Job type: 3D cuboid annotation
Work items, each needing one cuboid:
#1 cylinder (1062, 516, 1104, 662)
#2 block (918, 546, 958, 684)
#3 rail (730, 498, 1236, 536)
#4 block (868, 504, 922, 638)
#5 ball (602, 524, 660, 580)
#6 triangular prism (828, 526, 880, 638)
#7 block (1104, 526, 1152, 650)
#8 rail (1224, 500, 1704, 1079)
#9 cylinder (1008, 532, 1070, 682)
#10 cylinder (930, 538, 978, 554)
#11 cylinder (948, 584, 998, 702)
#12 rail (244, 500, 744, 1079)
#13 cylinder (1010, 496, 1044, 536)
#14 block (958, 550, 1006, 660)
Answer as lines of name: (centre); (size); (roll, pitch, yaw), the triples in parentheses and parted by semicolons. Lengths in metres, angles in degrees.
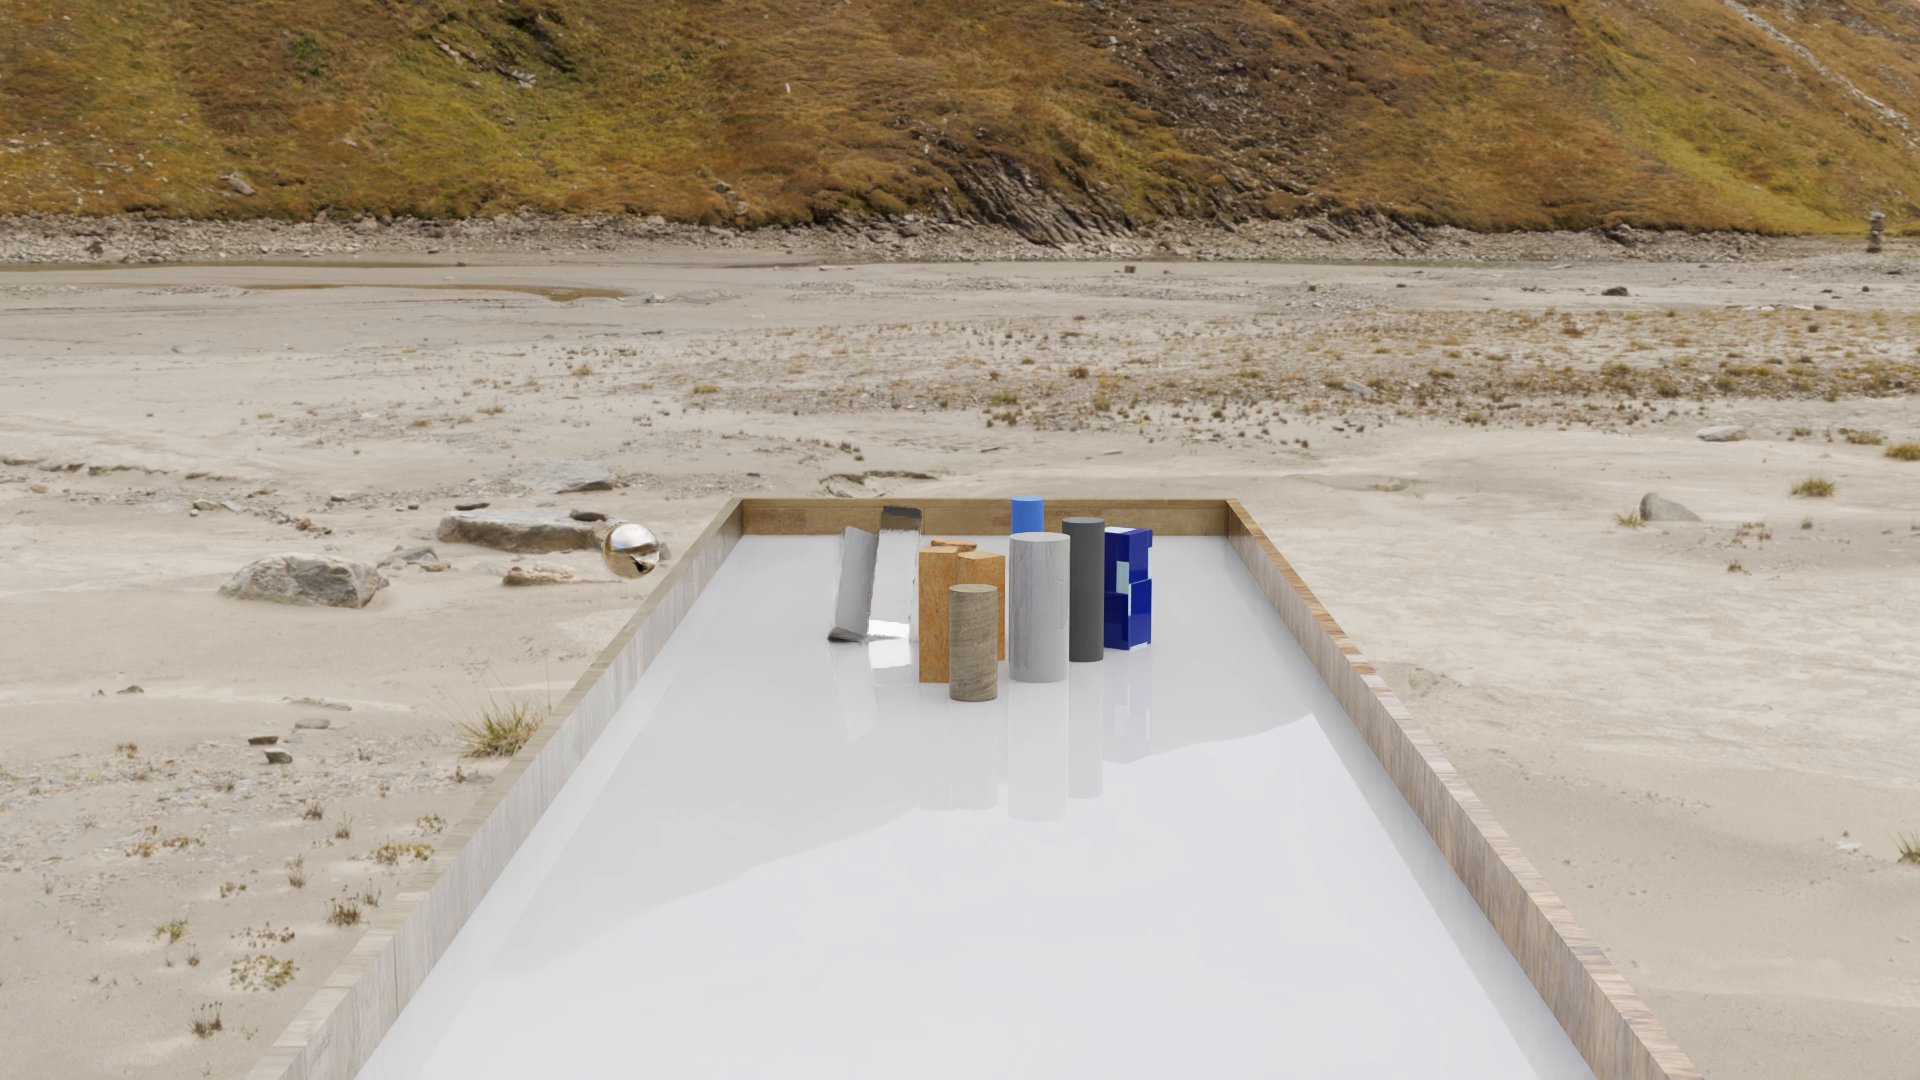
cylinder: (0.374, 0.150, 6.698); (0.131, 0.427, 0.131); (0, 9, 0)
block: (-0.062, 0.217, 6.411); (0.104, 0.384, 0.104); (1, 9, 6)
rail: (0.099, -0.098, 9.147); (2.100, 0.150, 0.050); (0, 9, 1)
block: (-0.208, 0.100, 7.049); (0.127, 0.395, 0.127); (7, -22, -2)
ball: (-1.079, 0.038, 7.218); (0.185, 0.185, 0.185); (0, 9, 0)
triangular prism: (-0.365, 0.140, 7.057); (0.134, 0.336, 0.116); (20, -22, -38)
block: (0.507, 0.149, 6.906); (0.138, 0.364, 0.138); (7, 11, 36)
rail: (1.046, 0.843, 3.208); (0.050, 0.150, 12.000); (0, 9, 1)
cylinder: (0.232, 0.196, 6.444); (0.178, 0.416, 0.178); (0, 9, 0)
cylinder: (-0.034, 0.160, 6.959); (0.146, 0.311, 0.146); (6, 6, -1)
cylinder: (0.038, 0.289, 6.190); (0.137, 0.312, 0.137); (0, 9, 0)
rail: (-1.004, 0.839, 3.234); (0.050, 0.150, 12.000); (0, 9, 1)
cylinder: (0.212, 0.097, 6.936); (0.103, 0.458, 0.103); (0, 9, 0)
block: (0.053, 0.204, 6.688); (0.119, 0.323, 0.119); (-7, 12, -39)
